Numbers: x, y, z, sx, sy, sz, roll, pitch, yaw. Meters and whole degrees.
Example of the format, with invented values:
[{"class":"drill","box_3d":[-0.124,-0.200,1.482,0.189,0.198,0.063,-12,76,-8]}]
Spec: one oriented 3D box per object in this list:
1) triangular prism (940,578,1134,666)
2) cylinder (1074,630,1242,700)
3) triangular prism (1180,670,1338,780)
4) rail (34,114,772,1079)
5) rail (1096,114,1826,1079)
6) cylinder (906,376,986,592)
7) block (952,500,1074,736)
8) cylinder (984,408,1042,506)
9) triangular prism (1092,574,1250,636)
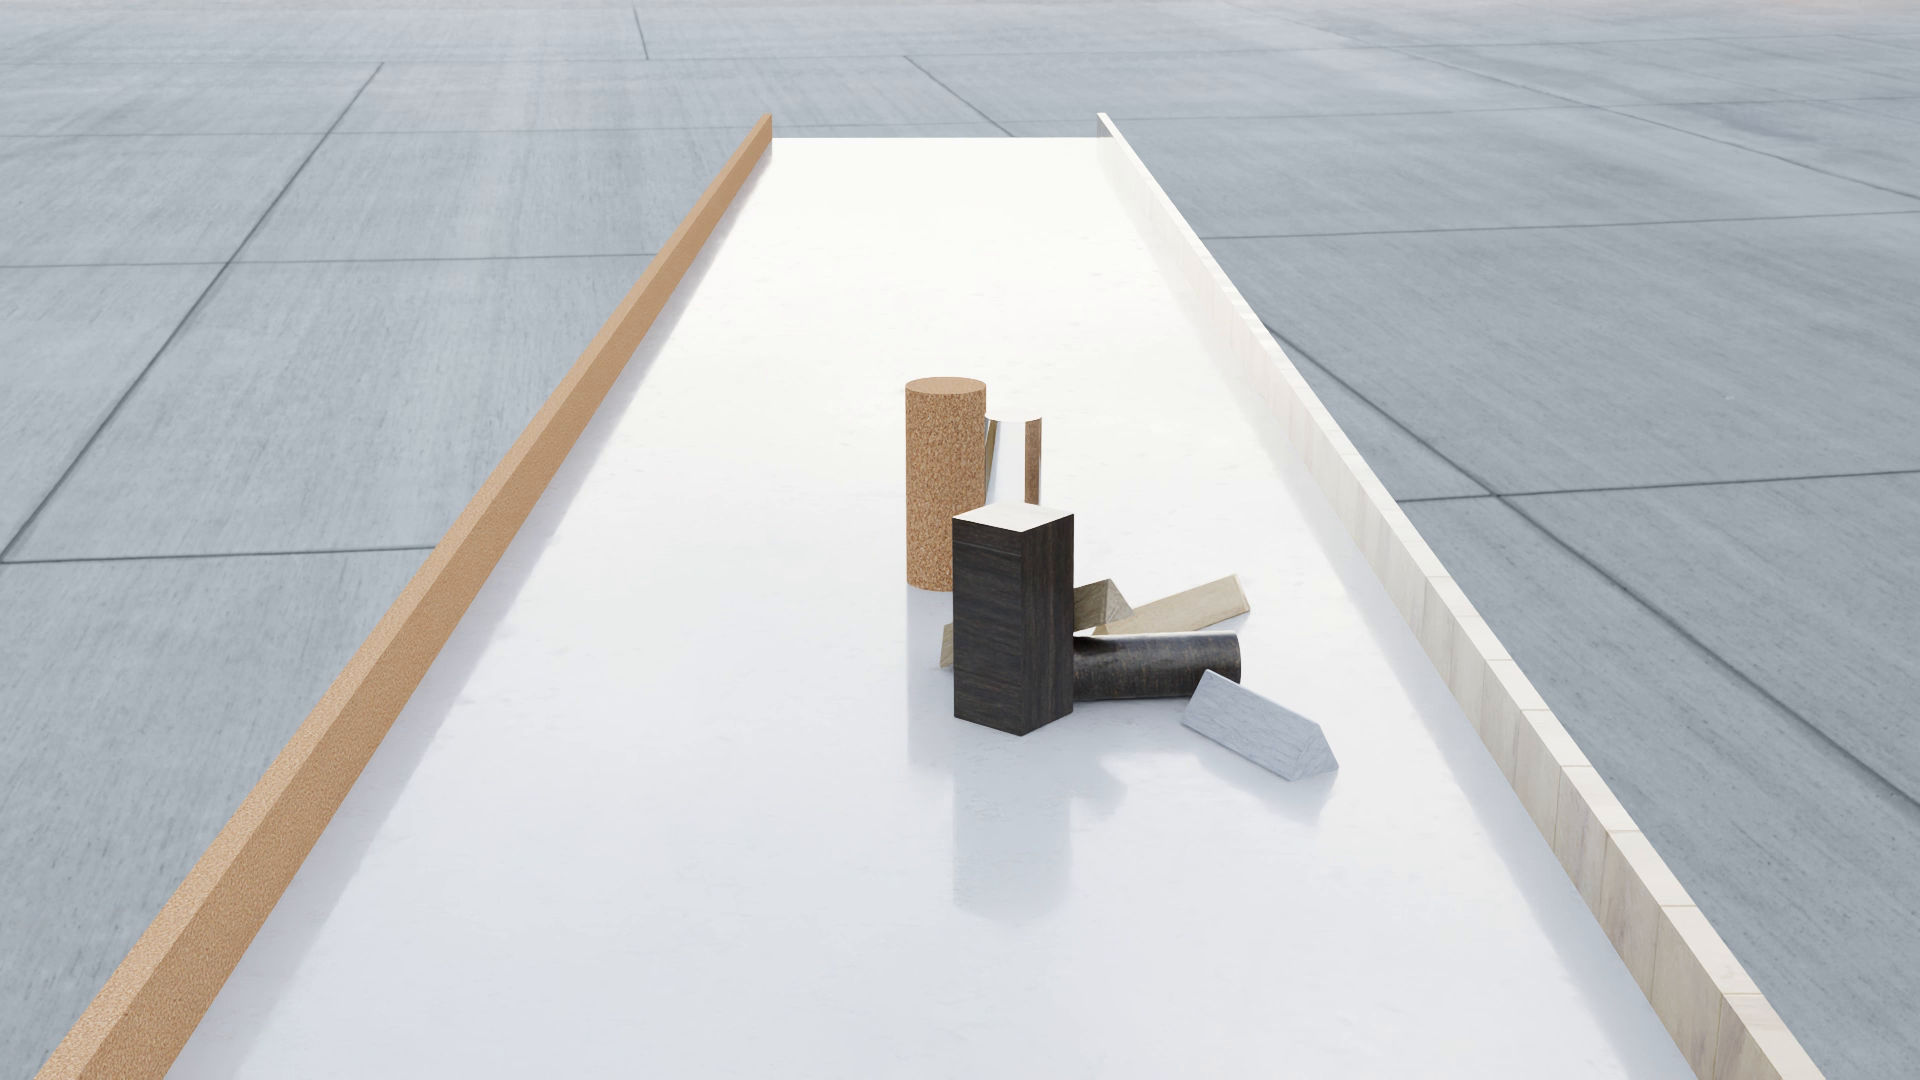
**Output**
[{"class":"triangular prism","box_3d":[0.135,0.158,4.245,0.429,0.079,0.091,-18,-4,41]},{"class":"cylinder","box_3d":[0.357,0.239,4.208,0.342,0.122,0.122,-2,17,-7]},{"class":"triangular prism","box_3d":[0.538,0.325,3.957,0.111,0.096,0.318,-9,19,-29]},{"class":"rail","box_3d":[-1.118,-0.838,7.780,0.050,0.150,12.000,0,17,-1]},{"class":"rail","box_3d":[0.932,-0.844,7.801,0.050,0.150,12.000,0,17,-1]},{"class":"cylinder","box_3d":[-0.031,-0.125,4.866,0.179,0.445,0.179,0,17,0]},{"class":"block","box_3d":[0.099,0.141,4.068,0.159,0.388,0.159,12,21,38]},{"class":"cylinder","box_3d":[0.111,-0.050,4.626,0.119,0.438,0.119,0,17,0]},{"class":"triangular prism","box_3d":[0.439,0.150,4.584,0.087,0.075,0.434,16,23,43]}]
